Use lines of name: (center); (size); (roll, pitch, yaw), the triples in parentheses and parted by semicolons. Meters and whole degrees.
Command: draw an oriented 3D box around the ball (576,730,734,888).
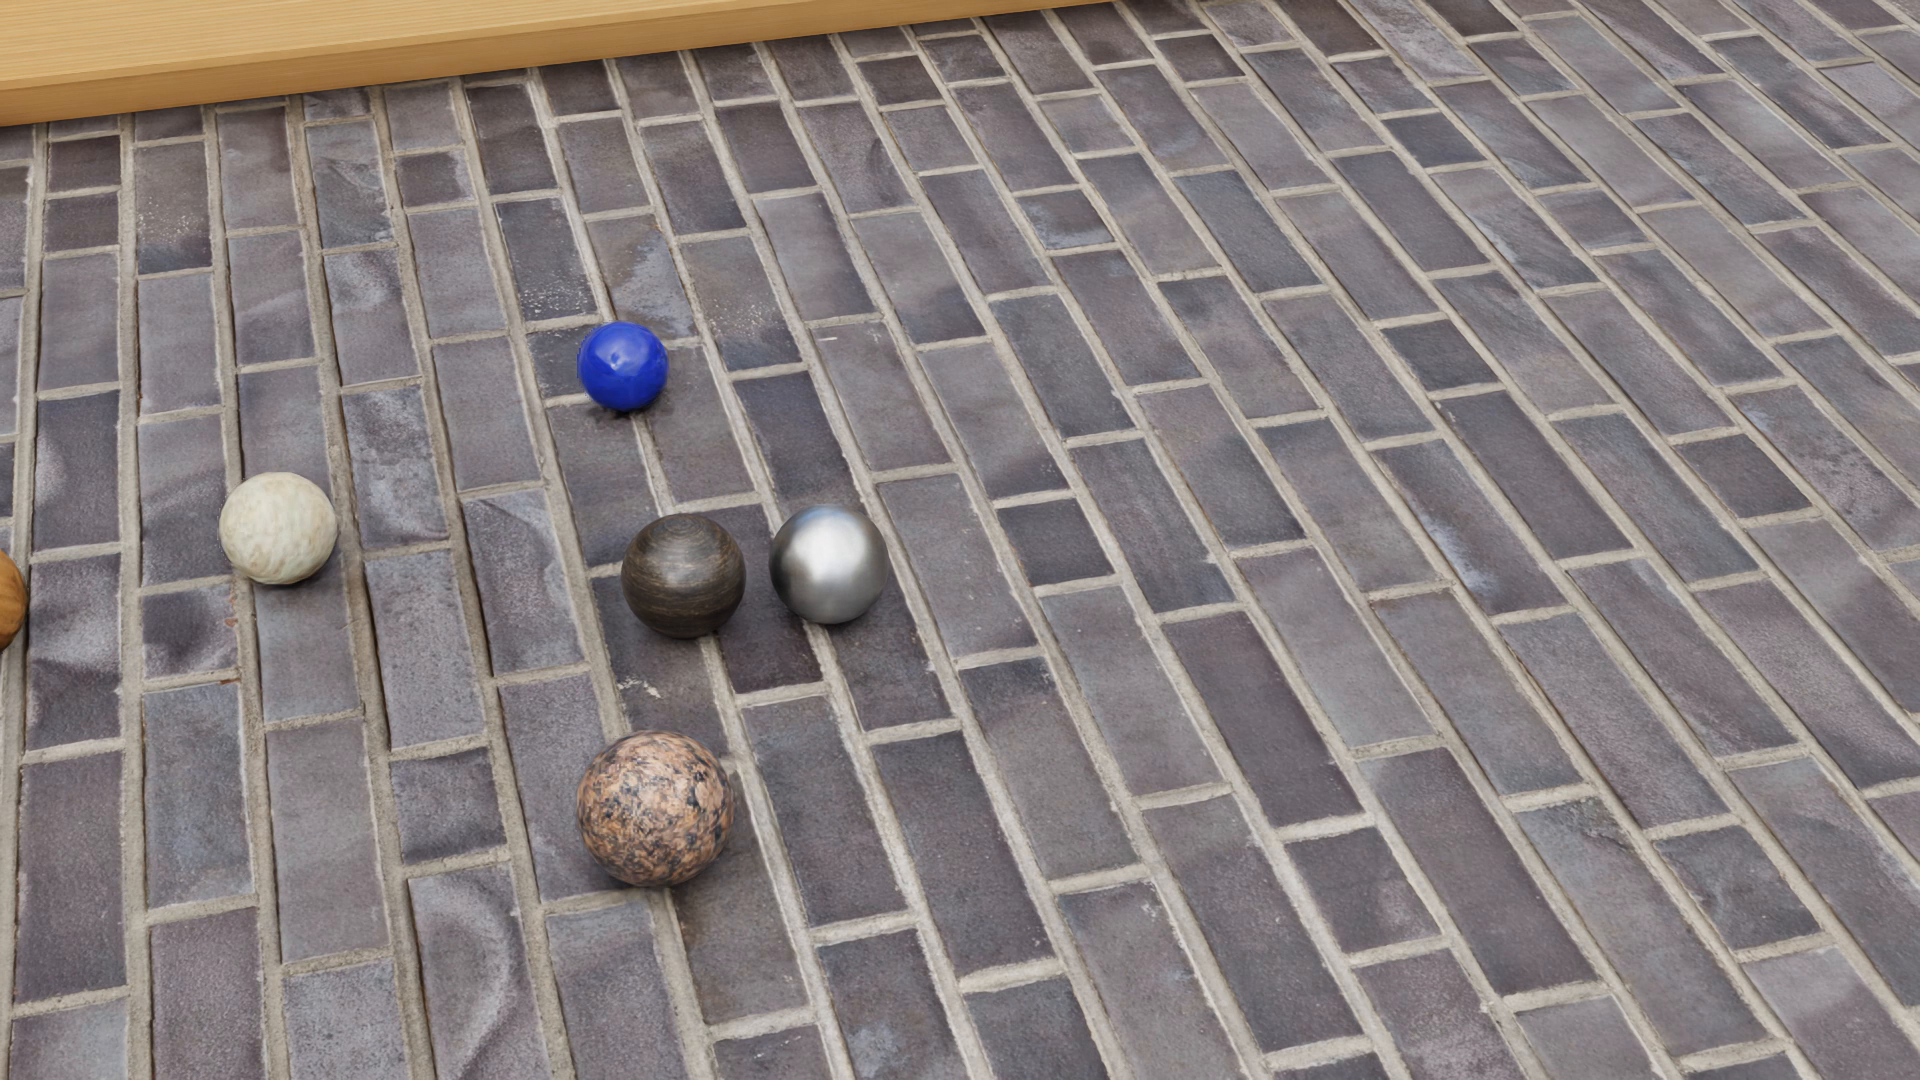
ball: (-0.163, 0.144, 1.374); (0.084, 0.084, 0.084); (0, 36, 0)

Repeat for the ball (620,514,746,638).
ball: (-0.167, 0.022, 1.551); (0.076, 0.076, 0.076); (0, 36, 0)

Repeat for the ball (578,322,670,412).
ball: (-0.230, -0.119, 1.759); (0.062, 0.062, 0.062); (0, 36, 0)

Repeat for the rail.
rail: (0.461, -0.572, 2.348); (2.774, 0.110, 0.045); (-9, 37, -12)

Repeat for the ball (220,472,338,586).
ball: (-0.424, -0.007, 1.596); (0.071, 0.071, 0.071); (0, 36, 0)

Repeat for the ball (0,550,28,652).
ball: (-0.598, 0.036, 1.528); (0.079, 0.079, 0.079); (0, 36, 0)

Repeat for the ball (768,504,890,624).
ball: (-0.080, 0.014, 1.563); (0.074, 0.074, 0.074); (0, 36, 0)
